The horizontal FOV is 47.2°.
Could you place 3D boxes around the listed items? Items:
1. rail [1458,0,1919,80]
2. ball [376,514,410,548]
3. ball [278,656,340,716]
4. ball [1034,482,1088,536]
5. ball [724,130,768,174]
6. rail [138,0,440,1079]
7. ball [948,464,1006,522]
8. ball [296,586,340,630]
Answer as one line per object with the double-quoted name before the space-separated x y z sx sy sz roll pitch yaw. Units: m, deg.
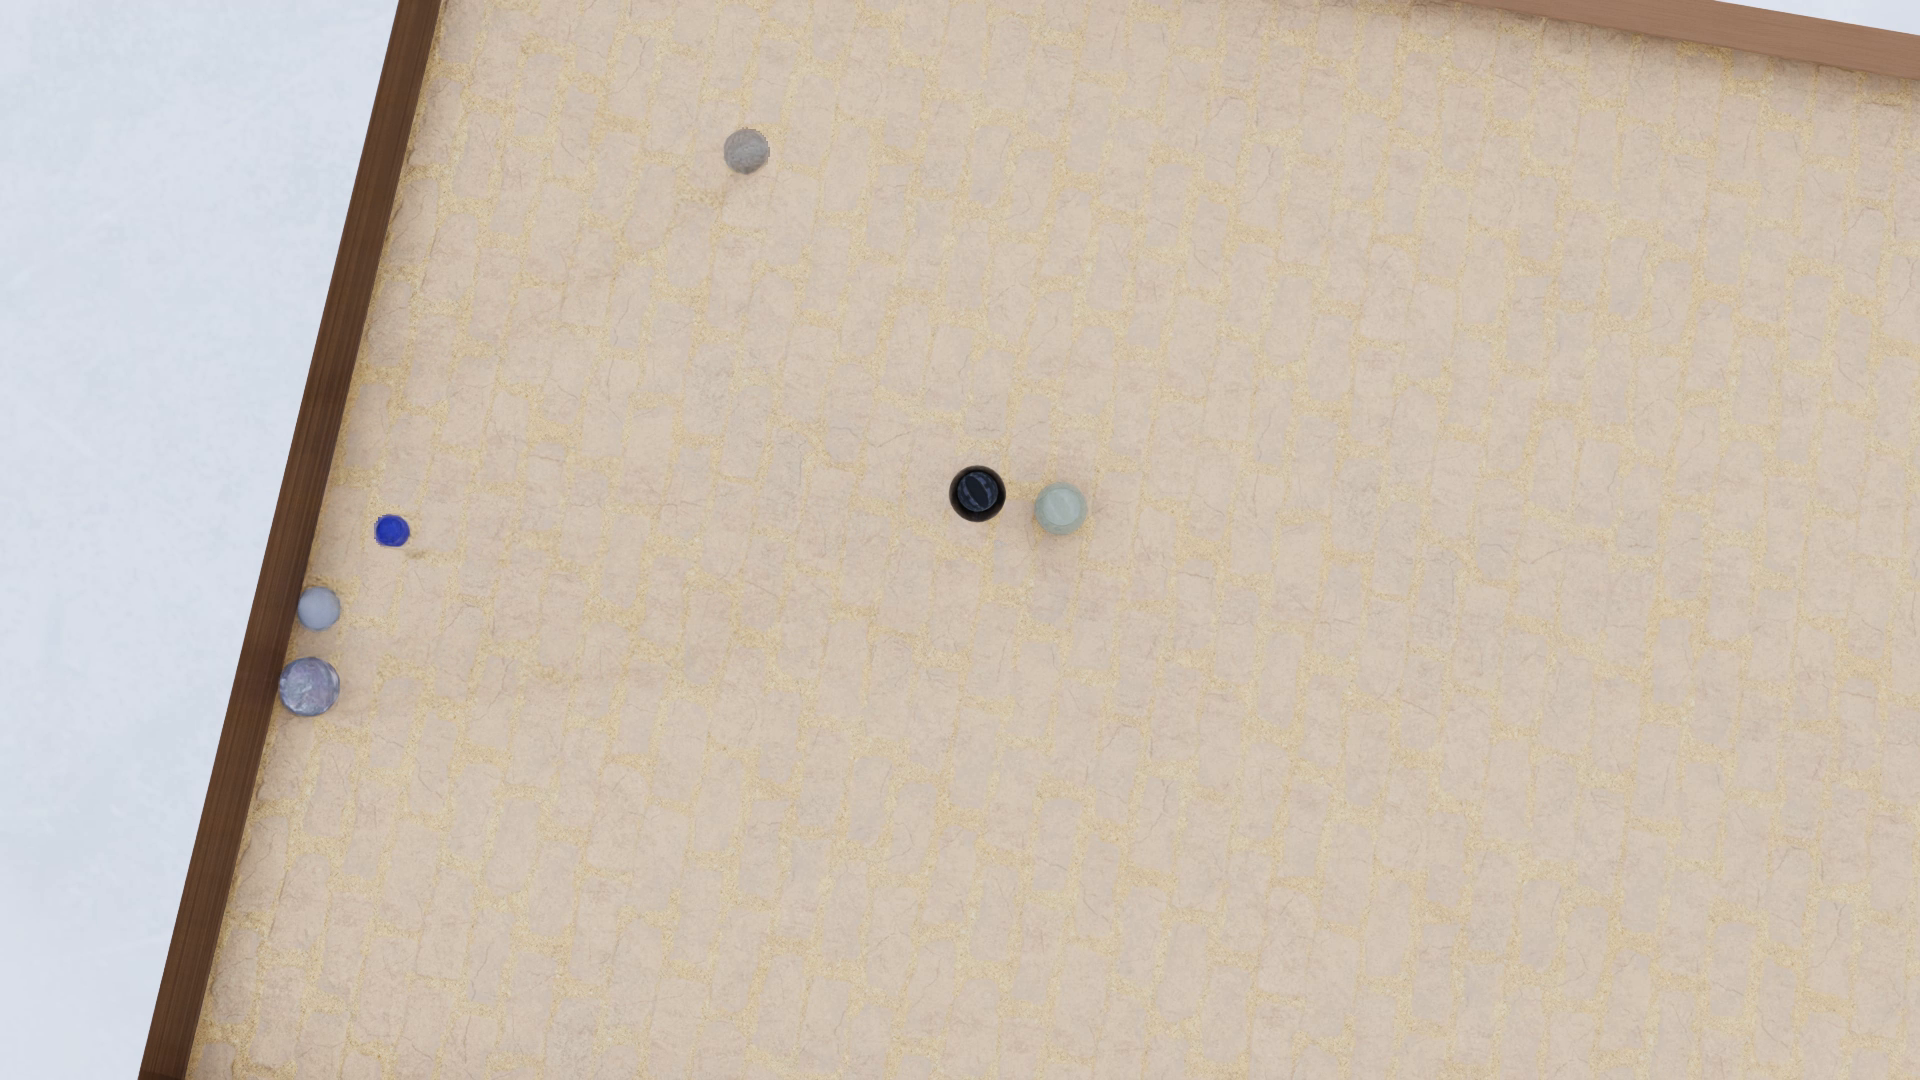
"rail" 1.153 -0.789 3.402 3.961 0.113 0.045 10 80 2
"ball" -0.850 -0.013 3.297 0.050 0.050 0.050 0 80 0
"ball" -0.957 0.216 3.237 0.087 0.087 0.087 0 80 0
"ball" 0.151 -0.047 3.287 0.080 0.080 0.080 0 80 0
"ball" -0.331 -0.599 3.392 0.068 0.068 0.068 0 80 0
"rail" -0.951 -0.176 3.293 0.045 0.113 2.033 10 80 2
"ball" 0.026 -0.069 3.288 0.086 0.086 0.086 0 80 0
"ball" -0.954 0.101 3.269 0.065 0.065 0.065 0 80 0
